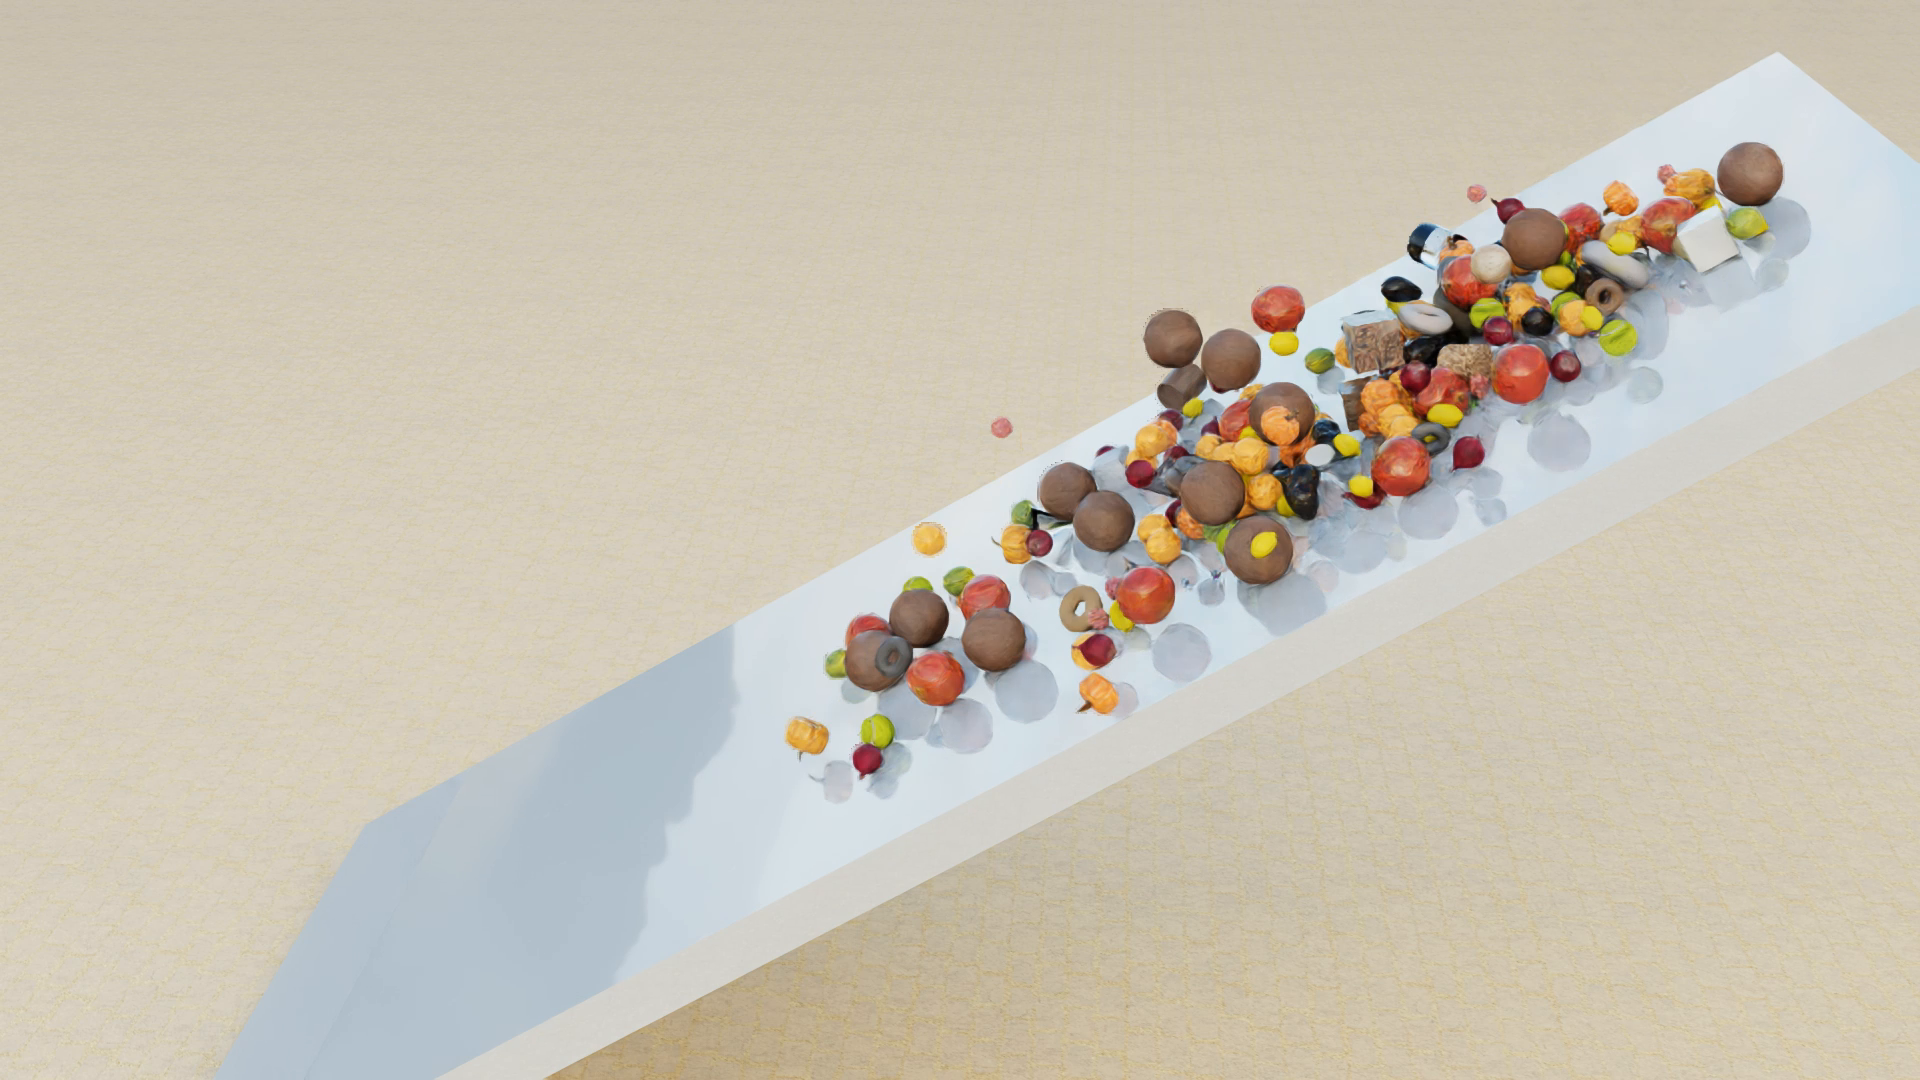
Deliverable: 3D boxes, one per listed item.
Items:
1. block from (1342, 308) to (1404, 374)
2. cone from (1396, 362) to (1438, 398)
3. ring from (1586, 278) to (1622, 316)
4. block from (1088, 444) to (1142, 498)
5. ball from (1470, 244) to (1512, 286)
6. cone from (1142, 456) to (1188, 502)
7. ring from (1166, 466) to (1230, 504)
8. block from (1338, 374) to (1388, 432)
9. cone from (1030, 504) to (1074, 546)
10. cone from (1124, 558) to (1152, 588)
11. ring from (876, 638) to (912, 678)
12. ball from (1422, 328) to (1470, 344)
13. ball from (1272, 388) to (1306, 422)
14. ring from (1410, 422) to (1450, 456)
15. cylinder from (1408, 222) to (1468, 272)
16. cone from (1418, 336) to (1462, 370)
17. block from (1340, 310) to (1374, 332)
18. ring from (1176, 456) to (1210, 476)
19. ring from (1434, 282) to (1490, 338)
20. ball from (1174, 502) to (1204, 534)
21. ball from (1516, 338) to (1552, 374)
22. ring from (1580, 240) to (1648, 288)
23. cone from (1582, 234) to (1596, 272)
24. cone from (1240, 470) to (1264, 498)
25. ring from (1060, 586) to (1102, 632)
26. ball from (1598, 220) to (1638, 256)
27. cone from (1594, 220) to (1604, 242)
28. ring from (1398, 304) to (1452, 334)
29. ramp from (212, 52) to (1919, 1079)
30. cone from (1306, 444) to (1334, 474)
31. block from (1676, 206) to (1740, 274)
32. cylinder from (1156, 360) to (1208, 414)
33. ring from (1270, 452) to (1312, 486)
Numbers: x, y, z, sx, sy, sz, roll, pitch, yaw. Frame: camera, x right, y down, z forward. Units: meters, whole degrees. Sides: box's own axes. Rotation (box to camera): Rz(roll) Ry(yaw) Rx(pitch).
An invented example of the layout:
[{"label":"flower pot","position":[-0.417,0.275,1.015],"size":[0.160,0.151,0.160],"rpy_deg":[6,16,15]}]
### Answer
[{"label":"block","position":[0.835,-0.402,5.945],"size":[0.099,0.099,0.099],"rpy_deg":[-11,16,1]},{"label":"cone","position":[0.940,-0.344,5.993],"size":[0.083,0.083,0.083],"rpy_deg":[-26,19,4]},{"label":"ring","position":[1.253,-0.472,5.721],"size":[0.075,0.075,0.025],"rpy_deg":[-2,16,-7]},{"label":"block","position":[0.348,-0.153,6.569],"size":[0.077,0.077,0.077],"rpy_deg":[-24,16,28]},{"label":"ball","position":[1.003,-0.520,5.556],"size":[0.078,0.078,0.078],"rpy_deg":[0,19,0]},{"label":"cone","position":[0.448,-0.111,6.208],"size":[0.092,0.092,0.092],"rpy_deg":[43,29,5]},{"label":"ring","position":[0.492,-0.114,6.089],"size":[0.137,0.046,0.137],"rpy_deg":[13,21,-5]},{"label":"block","position":[0.817,-0.277,5.962],"size":[0.080,0.080,0.080],"rpy_deg":[-12,20,6]},{"label":"cone","position":[0.208,-0.035,6.535],"size":[0.096,0.096,0.096],"rpy_deg":[-5,19,-2]},{"label":"cone","position":[0.345,0.057,5.891],"size":[0.058,0.058,0.058],"rpy_deg":[-35,-3,-2]},{"label":"ring","position":[-0.135,0.240,6.020],"size":[0.087,0.087,0.029],"rpy_deg":[14,-11,36]},{"label":"ball","position":[1.005,-0.425,6.087],"size":[0.096,0.096,0.096],"rpy_deg":[0,19,0]},{"label":"ball","position":[0.706,-0.290,6.305],"size":[0.070,0.070,0.070],"rpy_deg":[0,19,0]},{"label":"ring","position":[0.894,-0.193,5.596],"size":[0.077,0.077,0.026],"rpy_deg":[1,42,4]},{"label":"cylinder","position":[1.028,-0.627,6.322],"size":[0.092,0.092,0.092],"rpy_deg":[-12,29,-31]},{"label":"cone","position":[0.972,-0.395,6.026],"size":[0.081,0.081,0.081],"rpy_deg":[35,27,9]},{"label":"block","position":[0.894,-0.468,6.528],"size":[0.060,0.060,0.060],"rpy_deg":[-38,16,-22]},{"label":"ring","position":[0.481,-0.154,6.078],"size":[0.075,0.025,0.075],"rpy_deg":[3,21,-1]},{"label":"ring","position":[1.032,-0.473,6.042],"size":[0.135,0.045,0.135],"rpy_deg":[23,39,-20]},{"label":"ball","position":[0.467,-0.045,5.996],"size":[0.064,0.064,0.064],"rpy_deg":[0,19,0]},{"label":"ball","position":[1.113,-0.357,5.700],"size":[0.068,0.068,0.068],"rpy_deg":[0,19,0]},{"label":"ring","position":[1.292,-0.543,5.807],"size":[0.146,0.049,0.146],"rpy_deg":[30,4,-2]},{"label":"cone","position":[1.308,-0.603,6.082],"size":[0.072,0.072,0.072],"rpy_deg":[-23,25,12]},{"label":"cone","position":[0.586,-0.124,6.016],"size":[0.052,0.052,0.052],"rpy_deg":[-26,31,17]},{"label":"ring","position":[0.239,0.137,5.834],"size":[0.098,0.098,0.033],"rpy_deg":[18,-6,43]},{"label":"ball","position":[1.355,-0.619,6.048],"size":[0.081,0.081,0.081],"rpy_deg":[0,19,0]},{"label":"cone","position":[1.354,-0.657,6.223],"size":[0.055,0.055,0.055],"rpy_deg":[-30,15,9]},{"label":"ring","position":[0.941,-0.447,5.950],"size":[0.112,0.037,0.112],"rpy_deg":[9,22,-4]},{"label":"ramp","position":[0.142,0.168,6.286],"size":[4.000,0.100,2.000],"rpy_deg":[-29,15,12]},{"label":"cone","position":[0.708,-0.147,5.734],"size":[0.057,0.057,0.057],"rpy_deg":[-12,45,13]},{"label":"block","position":[1.452,-0.584,5.710],"size":[0.086,0.086,0.086],"rpy_deg":[-28,12,19]},{"label":"cylinder","position":[0.517,-0.356,6.843],"size":[0.088,0.088,0.088],"rpy_deg":[15,52,38]},{"label":"ring","position":[0.672,-0.144,5.967],"size":[0.098,0.033,0.098],"rpy_deg":[-31,19,11]}]
